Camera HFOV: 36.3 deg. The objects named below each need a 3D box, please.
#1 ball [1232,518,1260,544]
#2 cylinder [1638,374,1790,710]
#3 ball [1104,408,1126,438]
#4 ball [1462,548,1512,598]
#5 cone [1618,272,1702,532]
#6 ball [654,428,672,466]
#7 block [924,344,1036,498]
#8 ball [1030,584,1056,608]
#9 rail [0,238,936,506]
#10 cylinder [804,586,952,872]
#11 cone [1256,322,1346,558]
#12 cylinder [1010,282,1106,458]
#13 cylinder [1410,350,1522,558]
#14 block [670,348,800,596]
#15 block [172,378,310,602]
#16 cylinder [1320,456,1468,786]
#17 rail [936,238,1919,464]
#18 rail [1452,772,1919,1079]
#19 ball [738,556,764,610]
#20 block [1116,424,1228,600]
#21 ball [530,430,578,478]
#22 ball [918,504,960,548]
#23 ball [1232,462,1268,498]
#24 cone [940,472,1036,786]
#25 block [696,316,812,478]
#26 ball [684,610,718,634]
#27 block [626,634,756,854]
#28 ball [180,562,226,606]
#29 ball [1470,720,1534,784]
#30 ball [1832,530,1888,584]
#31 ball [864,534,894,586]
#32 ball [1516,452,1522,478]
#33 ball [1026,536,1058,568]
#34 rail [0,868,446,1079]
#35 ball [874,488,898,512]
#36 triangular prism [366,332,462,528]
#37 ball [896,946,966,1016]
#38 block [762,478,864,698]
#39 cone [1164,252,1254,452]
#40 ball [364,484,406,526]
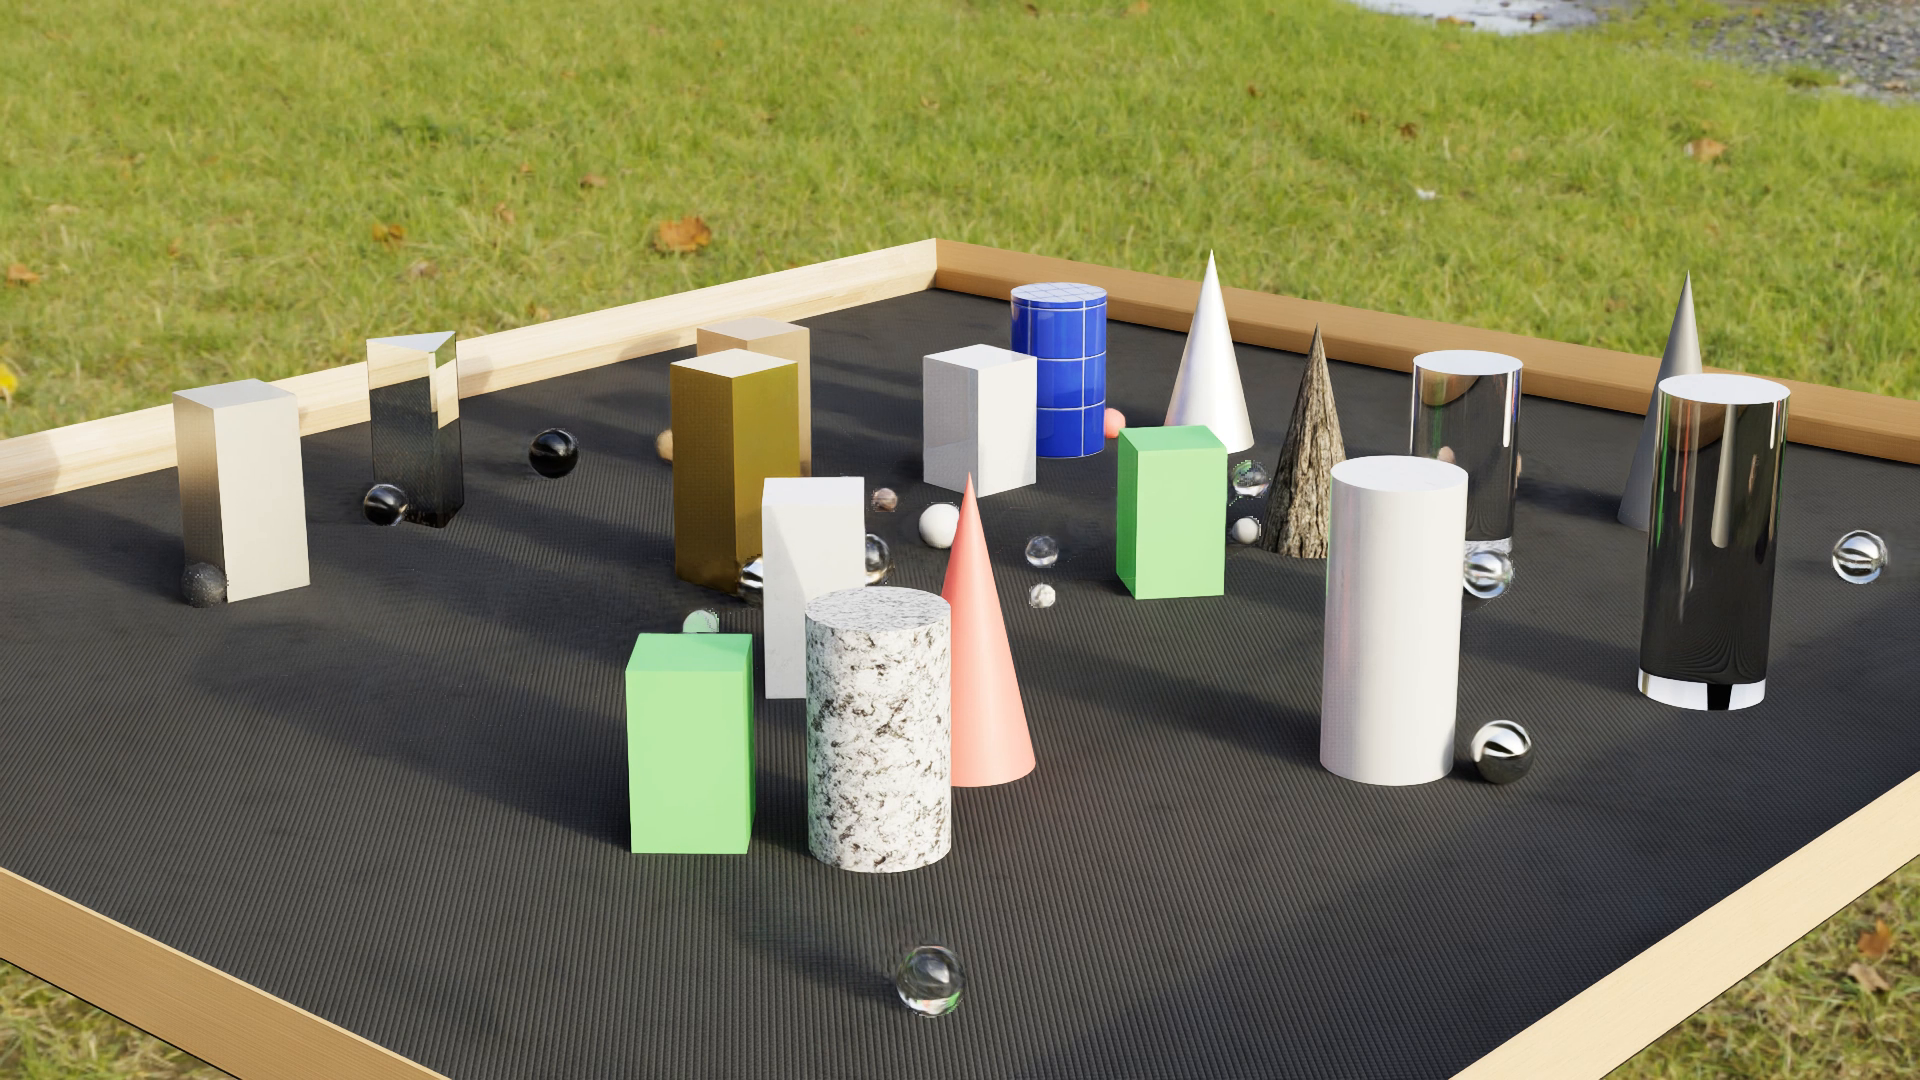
[{"bbox_3d":[0.528,-0.016,5.418,0.050,0.050,0.050,0,17,0],"label":"ball"},{"bbox_3d":[1.179,0.002,4.594,0.197,0.492,0.197,0,17,0],"label":"cylinder"},{"bbox_3d":[0.317,-0.245,6.155,0.063,0.063,0.063,0,17,0],"label":"ball"},{"bbox_3d":[0.917,0.057,5.108,0.089,0.089,0.089,0,17,0],"label":"ball"},{"bbox_3d":[1.351,-0.271,5.507,0.197,0.487,0.197,0,17,0],"label":"cone"},{"bbox_3d":[-0.580,-0.188,5.944,0.076,0.076,0.076,0,17,0],"label":"ball"},{"bbox_3d":[0.039,-0.237,5.795,0.158,0.256,0.158,-15,22,-41],"label":"block"},{"bbox_3d":[0.143,0.097,5.056,0.043,0.043,0.043,0,17,0],"label":"ball"},{"bbox_3d":[-1.311,-0.297,6.210,0.045,0.128,3.860,14,22,39],"label":"rail"},{"bbox_3d":[-0.111,0.257,4.005,0.197,0.343,0.197,0,17,0],"label":"cylinder"},{"bbox_3d":[0.649,-0.197,5.375,0.197,0.422,0.197,0,17,0],"label":"cone"},{"bbox_3d":[0.203,-0.352,6.054,0.197,0.326,0.197,0,17,0],"label":"cylinder"},{"bbox_3d":[0.923,-0.157,5.375,0.197,0.346,0.197,0,17,0],"label":"cylinder"},{"bbox_3d":[-0.394,-0.121,5.171,0.158,0.393,0.158,15,22,40],"label":"block"},{"bbox_3d":[-1.262,-0.089,5.147,0.158,0.346,0.158,-14,22,-38],"label":"block"},{"bbox_3d":[0.634,0.116,4.297,0.197,0.444,0.197,0,17,0],"label":"cylinder"},{"bbox_3d":[1.250,-0.383,6.498,3.521,0.128,0.045,14,22,39],"label":"rail"},{"bbox_3d":[1.311,0.361,4.030,0.045,0.128,3.860,14,22,39],"label":"rail"},{"bbox_3d":[-0.336,0.074,5.046,0.092,0.092,0.092,0,17,0],"label":"ball"},{"bbox_3d":[0.371,-0.050,5.157,0.158,0.267,0.158,-3,17,-9],"label":"block"},{"bbox_3d":[-0.810,-0.172,5.851,0.099,0.099,0.099,0,17,0],"label":"ball"},{"bbox_3d":[-0.034,-0.026,5.394,0.083,0.083,0.083,0,17,0],"label":"ball"},{"bbox_3d":[0.567,-0.116,5.714,0.070,0.070,0.070,0,17,0],"label":"ball"},{"bbox_3d":[0.014,0.115,4.292,0.197,0.448,0.197,0,17,0],"label":"cone"},{"bbox_3d":[-0.409,-0.273,5.830,0.158,0.304,0.158,-15,23,-41],"label":"block"},{"bbox_3d":[-0.431,0.146,4.868,0.057,0.057,0.057,0,17,0],"label":"ball"},{"bbox_3d":[-0.371,0.281,4.062,0.158,0.265,0.158,0,17,1],"label":"block"},{"bbox_3d":[-1.306,0.077,5.064,0.076,0.076,0.076,0,17,0],"label":"ball"},{"bbox_3d":[0.789,0.308,4.268,0.093,0.093,0.093,0,17,0],"label":"ball"},{"bbox_3d":[1.592,0.031,5.187,0.095,0.095,0.095,0,17,0],"label":"ball"},{"bbox_3d":[-0.166,0.038,5.157,0.098,0.098,0.098,0,17,0],"label":"ball"},{"bbox_3d":[1.059,-0.150,5.783,0.096,0.096,0.096,0,17,0],"label":"ball"},{"bbox_3d":[0.147,0.021,5.280,0.059,0.059,0.059,0,17,0],"label":"ball"},{"bbox_3d":[-1.250,0.447,3.742,3.521,0.128,0.045,14,22,39],"label":"rail"},{"bbox_3d":[-0.143,-0.076,5.622,0.047,0.047,0.047,0,17,0],"label":"ball"},{"bbox_3d":[-1.006,-0.217,5.581,0.171,0.341,0.148,11,20,33],"label":"triangular prism"},{"bbox_3d":[-0.035,0.532,3.542,0.084,0.084,0.084,0,17,0],"label":"ball"},{"bbox_3d":[-0.230,0.075,4.654,0.158,0.317,0.158,-1,17,-2],"label":"block"},{"bbox_3d":[0.516,-0.402,6.075,0.197,0.409,0.197,0,17,0],"label":"cone"},{"bbox_3d":[-1.085,-0.066,5.533,0.079,0.079,0.079,0,17,0],"label":"ball"}]
